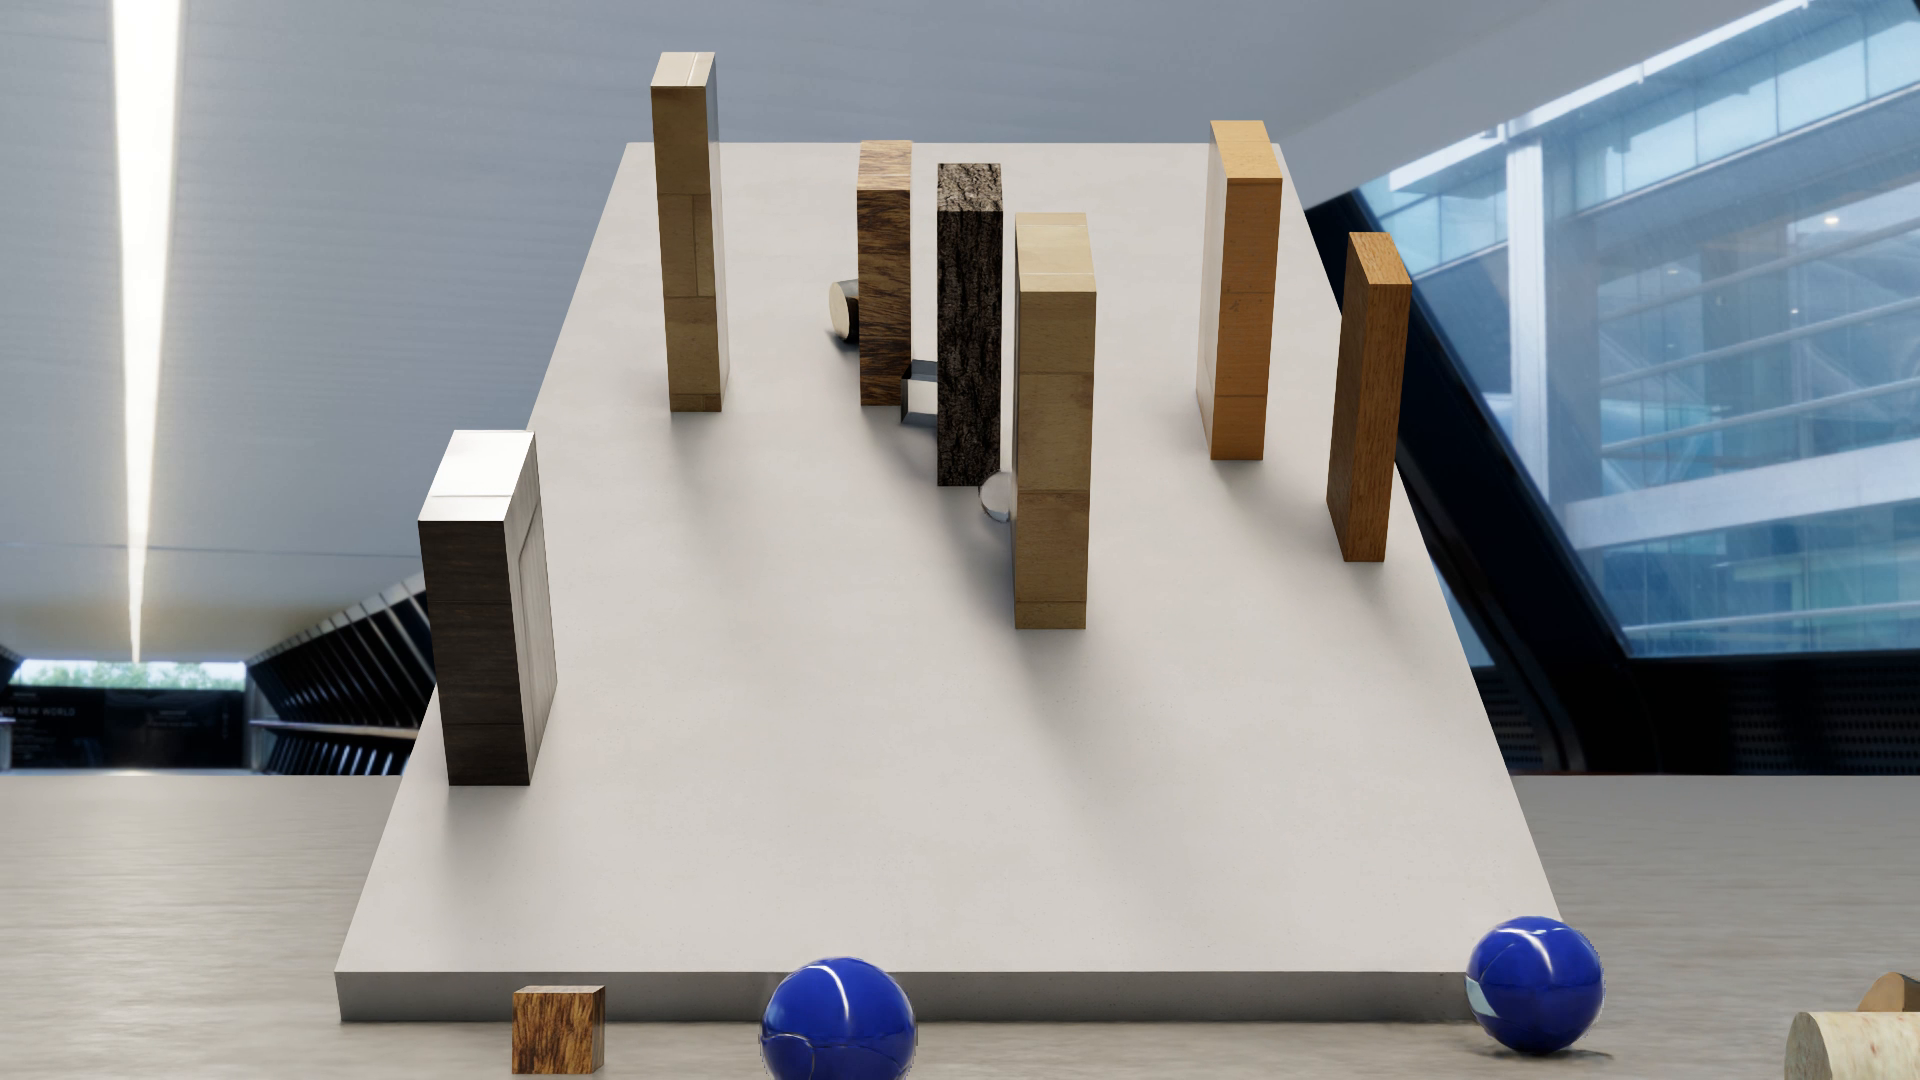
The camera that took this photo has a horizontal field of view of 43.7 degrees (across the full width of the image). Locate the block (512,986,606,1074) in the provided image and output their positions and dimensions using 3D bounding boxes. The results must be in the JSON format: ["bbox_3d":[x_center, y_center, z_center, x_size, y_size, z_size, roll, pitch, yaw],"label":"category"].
[{"bbox_3d":[-0.546,0.666,3.263,0.107,0.107,0.107,0,-5,1],"label":"block"}]

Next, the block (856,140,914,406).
[{"bbox_3d":[-0.176,-0.640,5.722,0.122,0.542,0.342,0,29,0],"label":"block"}]

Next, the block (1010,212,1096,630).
[{"bbox_3d":[0.181,-0.239,4.793,0.141,0.728,0.409,0,29,0],"label":"block"}]

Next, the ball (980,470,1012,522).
[{"bbox_3d":[0.099,-0.093,5.168,0.113,0.113,0.113,0,-5,0],"label":"ball"}]

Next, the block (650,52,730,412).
[{"bbox_3d":[-0.625,-0.713,5.586,0.121,0.797,0.249,0,29,0],"label":"block"}]

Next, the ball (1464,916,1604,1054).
[{"bbox_3d":[0.827,0.640,3.449,0.195,0.195,0.195,0,-5,0],"label":"ball"}]

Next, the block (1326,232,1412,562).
[{"bbox_3d":[0.851,-0.297,5.007,0.084,0.629,0.280,0,29,0],"label":"block"}]

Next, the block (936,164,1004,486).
[{"bbox_3d":[0.020,-0.476,5.309,0.139,0.649,0.296,0,29,0],"label":"block"}]

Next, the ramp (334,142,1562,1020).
[{"bbox_3d":[-0.012,-0.220,5.622,2.000,0.100,4.000,0,29,0],"label":"ramp"}]

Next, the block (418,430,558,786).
[{"bbox_3d":[-0.845,0.121,4.321,0.145,0.540,0.347,0,29,0],"label":"block"}]

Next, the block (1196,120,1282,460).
[{"bbox_3d":[0.630,-0.569,5.456,0.119,0.676,0.377,0,29,0],"label":"block"}]

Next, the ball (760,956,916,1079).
[{"bbox_3d":[-0.144,0.588,2.844,0.184,0.184,0.184,0,-5,0],"label":"ball"}]

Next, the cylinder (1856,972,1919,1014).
[{"bbox_3d":[0.995,0.539,2.435,0.150,0.150,0.150,24,-3,6],"label":"cylinder"}]

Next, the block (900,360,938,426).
[{"bbox_3d":[-0.069,-0.344,5.627,0.114,0.114,0.114,7,29,12],"label":"block"}]

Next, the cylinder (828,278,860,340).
[{"bbox_3d":[-0.236,-0.588,6.037,0.149,0.149,0.149,-11,-1,-20],"label":"cylinder"}]

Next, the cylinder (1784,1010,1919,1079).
[{"bbox_3d":[0.897,0.538,2.277,0.175,0.175,0.175,1,-5,5],"label":"cylinder"}]
